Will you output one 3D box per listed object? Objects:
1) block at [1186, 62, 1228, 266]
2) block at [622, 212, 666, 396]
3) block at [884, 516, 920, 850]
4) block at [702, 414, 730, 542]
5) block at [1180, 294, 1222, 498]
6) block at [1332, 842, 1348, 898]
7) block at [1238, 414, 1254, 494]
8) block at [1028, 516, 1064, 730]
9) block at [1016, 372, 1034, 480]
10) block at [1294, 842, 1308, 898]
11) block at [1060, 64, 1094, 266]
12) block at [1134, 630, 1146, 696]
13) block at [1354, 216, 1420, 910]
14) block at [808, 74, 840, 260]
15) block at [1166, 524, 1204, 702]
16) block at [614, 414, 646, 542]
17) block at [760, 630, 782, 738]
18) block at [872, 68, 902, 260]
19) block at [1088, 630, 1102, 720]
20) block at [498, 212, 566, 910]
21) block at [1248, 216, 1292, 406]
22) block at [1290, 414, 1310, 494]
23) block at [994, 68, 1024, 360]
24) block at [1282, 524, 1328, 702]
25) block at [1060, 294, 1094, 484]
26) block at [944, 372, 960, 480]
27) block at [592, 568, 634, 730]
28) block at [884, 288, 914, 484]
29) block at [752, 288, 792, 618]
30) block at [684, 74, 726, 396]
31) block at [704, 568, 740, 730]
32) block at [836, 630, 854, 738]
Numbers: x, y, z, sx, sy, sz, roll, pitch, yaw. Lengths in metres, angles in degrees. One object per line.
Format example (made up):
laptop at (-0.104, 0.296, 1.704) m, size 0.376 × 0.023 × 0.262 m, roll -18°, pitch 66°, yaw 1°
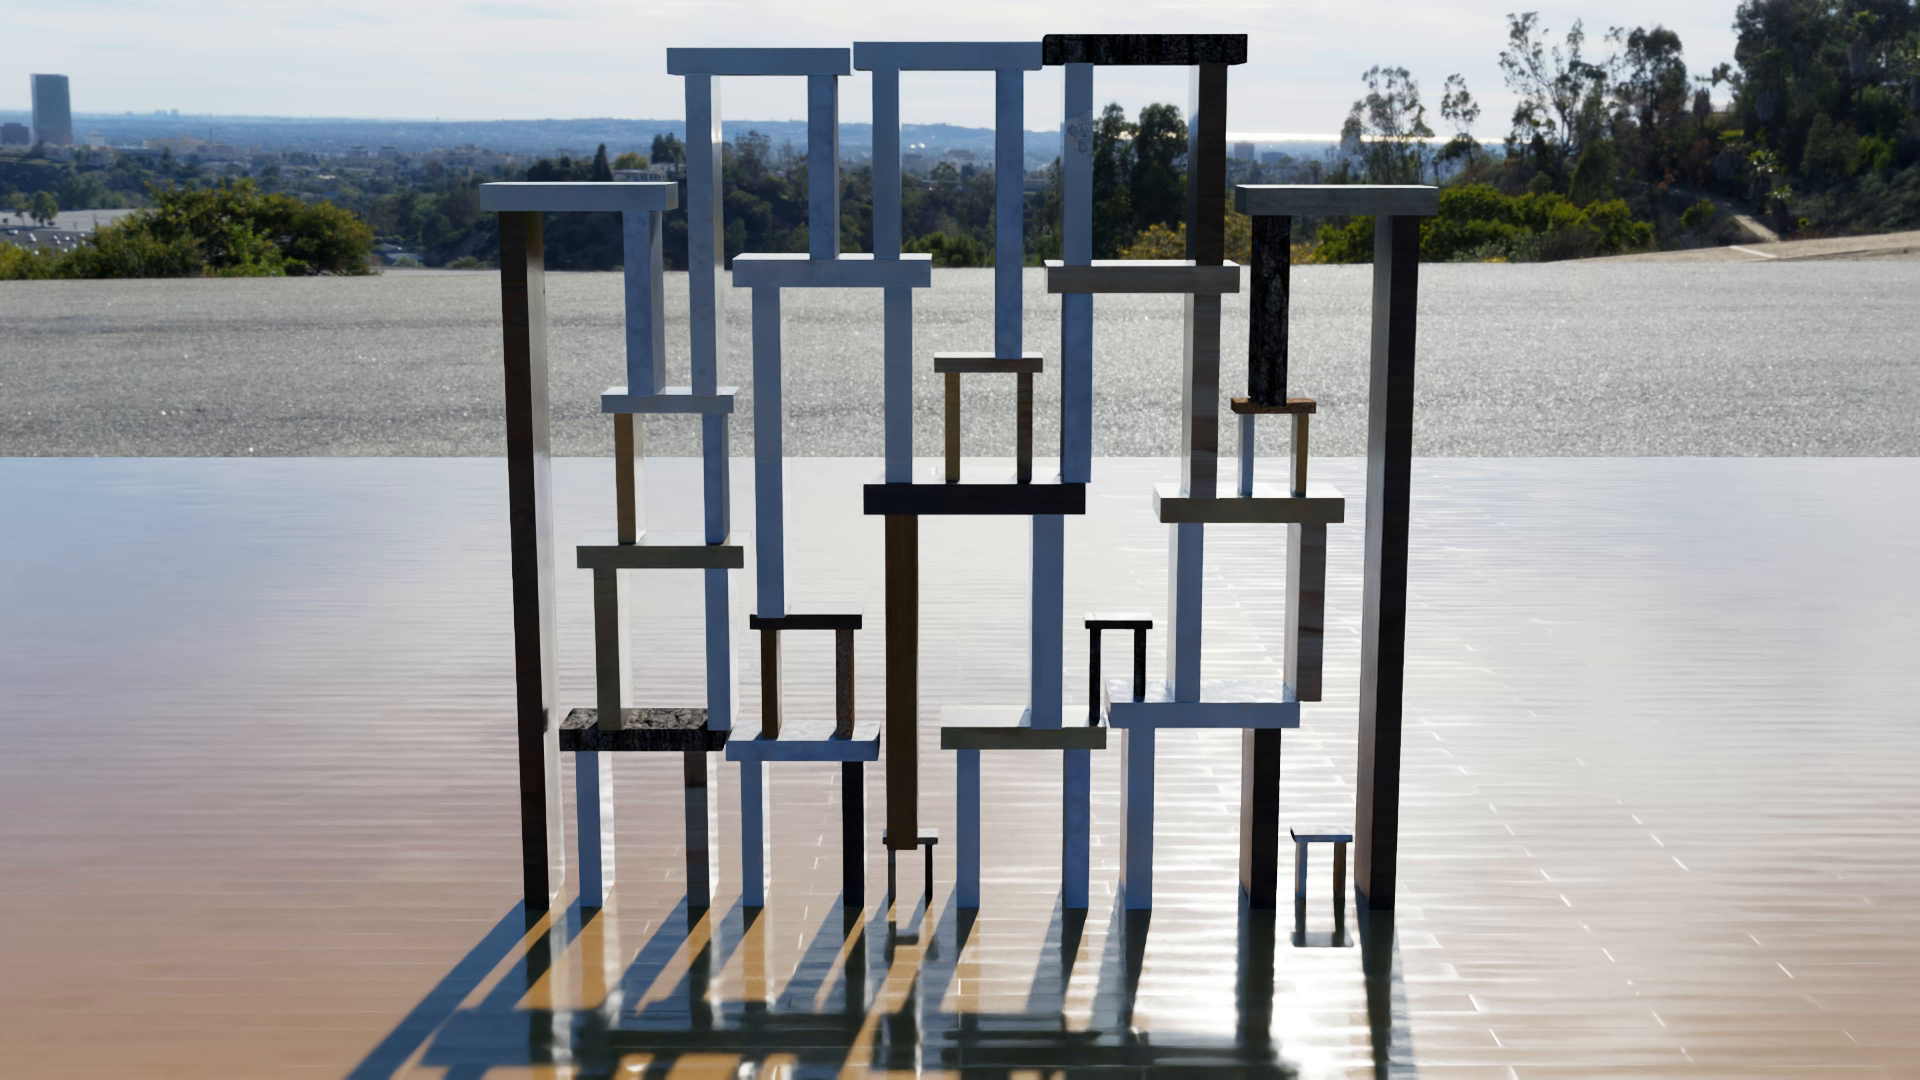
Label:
block at (0.387, -0.590, 3.453) m, size 0.043 × 0.307 × 0.153 m, roll 0°, pitch 11°, yaw 0°
block at (-0.499, -0.379, 3.485) m, size 0.041 × 0.287 × 0.144 m, roll 0°, pitch 11°, yaw 0°
block at (-0.094, 0.216, 3.601) m, size 0.050 × 0.551 × 0.175 m, roll 0°, pitch 11°, yaw 0°
block at (-0.392, -0.107, 3.544) m, size 0.030 × 0.209 × 0.104 m, roll 0°, pitch 11°, yaw 0°
block at (0.384, -0.238, 3.511) m, size 0.042 × 0.323 × 0.149 m, roll 0°, pitch 11°, yaw 0°
block at (0.632, 0.542, 3.662) m, size 0.014 × 0.096 × 0.048 m, roll 0°, pitch 11°, yaw 0°
block at (0.460, -0.143, 3.537) m, size 0.018 × 0.128 × 0.064 m, roll 0°, pitch 11°, yaw 0°
block at (0.139, 0.116, 3.583) m, size 0.050 × 0.350 × 0.175 m, roll 0°, pitch 10°, yaw 0°
block at (0.103, -0.187, 3.518) m, size 0.024 × 0.171 × 0.086 m, roll 0°, pitch 11°, yaw 0°
block at (0.568, 0.542, 3.662) m, size 0.014 × 0.096 × 0.048 m, roll 0°, pitch 11°, yaw 0°
block at (0.182, -0.590, 3.454) m, size 0.043 × 0.307 × 0.153 m, roll 0°, pitch 11°, yaw 0°
block at (0.294, 0.194, 3.595) m, size 0.016 × 0.110 × 0.055 m, roll 0°, pitch 11°, yaw 0°
block at (0.689, 0.038, 3.563) m, size 0.042 × 1.123 × 0.148 m, roll 0°, pitch 11°, yaw 0°
block at (-0.213, -0.585, 3.446) m, size 0.040 × 0.280 × 0.140 m, roll 0°, pitch 11°, yaw 0°
block at (0.366, 0.103, 3.583) m, size 0.041 × 0.292 × 0.146 m, roll 0°, pitch 11°, yaw 0°
block at (-0.532, -0.107, 3.544) m, size 0.030 × 0.209 × 0.104 m, roll 0°, pitch 11°, yaw 0°
block at (-0.308, 0.225, 3.597) m, size 0.026 × 0.181 × 0.090 m, roll 0°, pitch 11°, yaw 0°
block at (-0.114, -0.590, 3.448) m, size 0.041 × 0.288 × 0.144 m, roll 0°, pitch 11°, yaw 0°
block at (0.221, 0.214, 3.599) m, size 0.016 × 0.152 × 0.055 m, roll 0°, pitch 11°, yaw 0°
block at (-0.691, 0.035, 3.563) m, size 0.041 × 1.130 × 0.144 m, roll 0°, pitch 11°, yaw 0°
block at (0.490, -0.368, 3.488) m, size 0.042 × 0.296 × 0.148 m, roll 0°, pitch 11°, yaw 0°
block at (0.546, -0.144, 3.538) m, size 0.018 × 0.128 × 0.064 m, roll 0°, pitch 11°, yaw 0°
block at (0.077, -0.513, 3.460) m, size 0.041 × 0.443 × 0.144 m, roll 0°, pitch 11°, yaw 0°
block at (0.561, 0.104, 3.582) m, size 0.041 × 0.292 × 0.146 m, roll 0°, pitch 11°, yaw 0°
block at (0.185, -0.250, 3.509) m, size 0.042 × 0.298 × 0.149 m, roll 0°, pitch 10°, yaw 0°
block at (-0.012, -0.187, 3.520) m, size 0.024 × 0.171 × 0.085 m, roll 0°, pitch 11°, yaw 0°
block at (-0.565, 0.164, 3.585) m, size 0.038 × 0.266 × 0.133 m, roll 0°, pitch 11°, yaw 0°
block at (-0.096, -0.255, 3.511) m, size 0.043 × 0.307 × 0.153 m, roll 0°, pitch 11°, yaw 0°
block at (-0.301, -0.148, 3.531) m, size 0.043 × 0.525 × 0.153 m, roll 0°, pitch 11°, yaw 0°
block at (-0.400, -0.480, 3.466) m, size 0.040 × 0.494 × 0.140 m, roll 0°, pitch 11°, yaw 0°
block at (-0.388, 0.164, 3.585) m, size 0.038 × 0.265 × 0.133 m, roll 0°, pitch 11°, yaw 0°
block at (-0.188, 0.225, 3.597) m, size 0.026 × 0.181 × 0.090 m, roll 0°, pitch 11°, yaw 0°
